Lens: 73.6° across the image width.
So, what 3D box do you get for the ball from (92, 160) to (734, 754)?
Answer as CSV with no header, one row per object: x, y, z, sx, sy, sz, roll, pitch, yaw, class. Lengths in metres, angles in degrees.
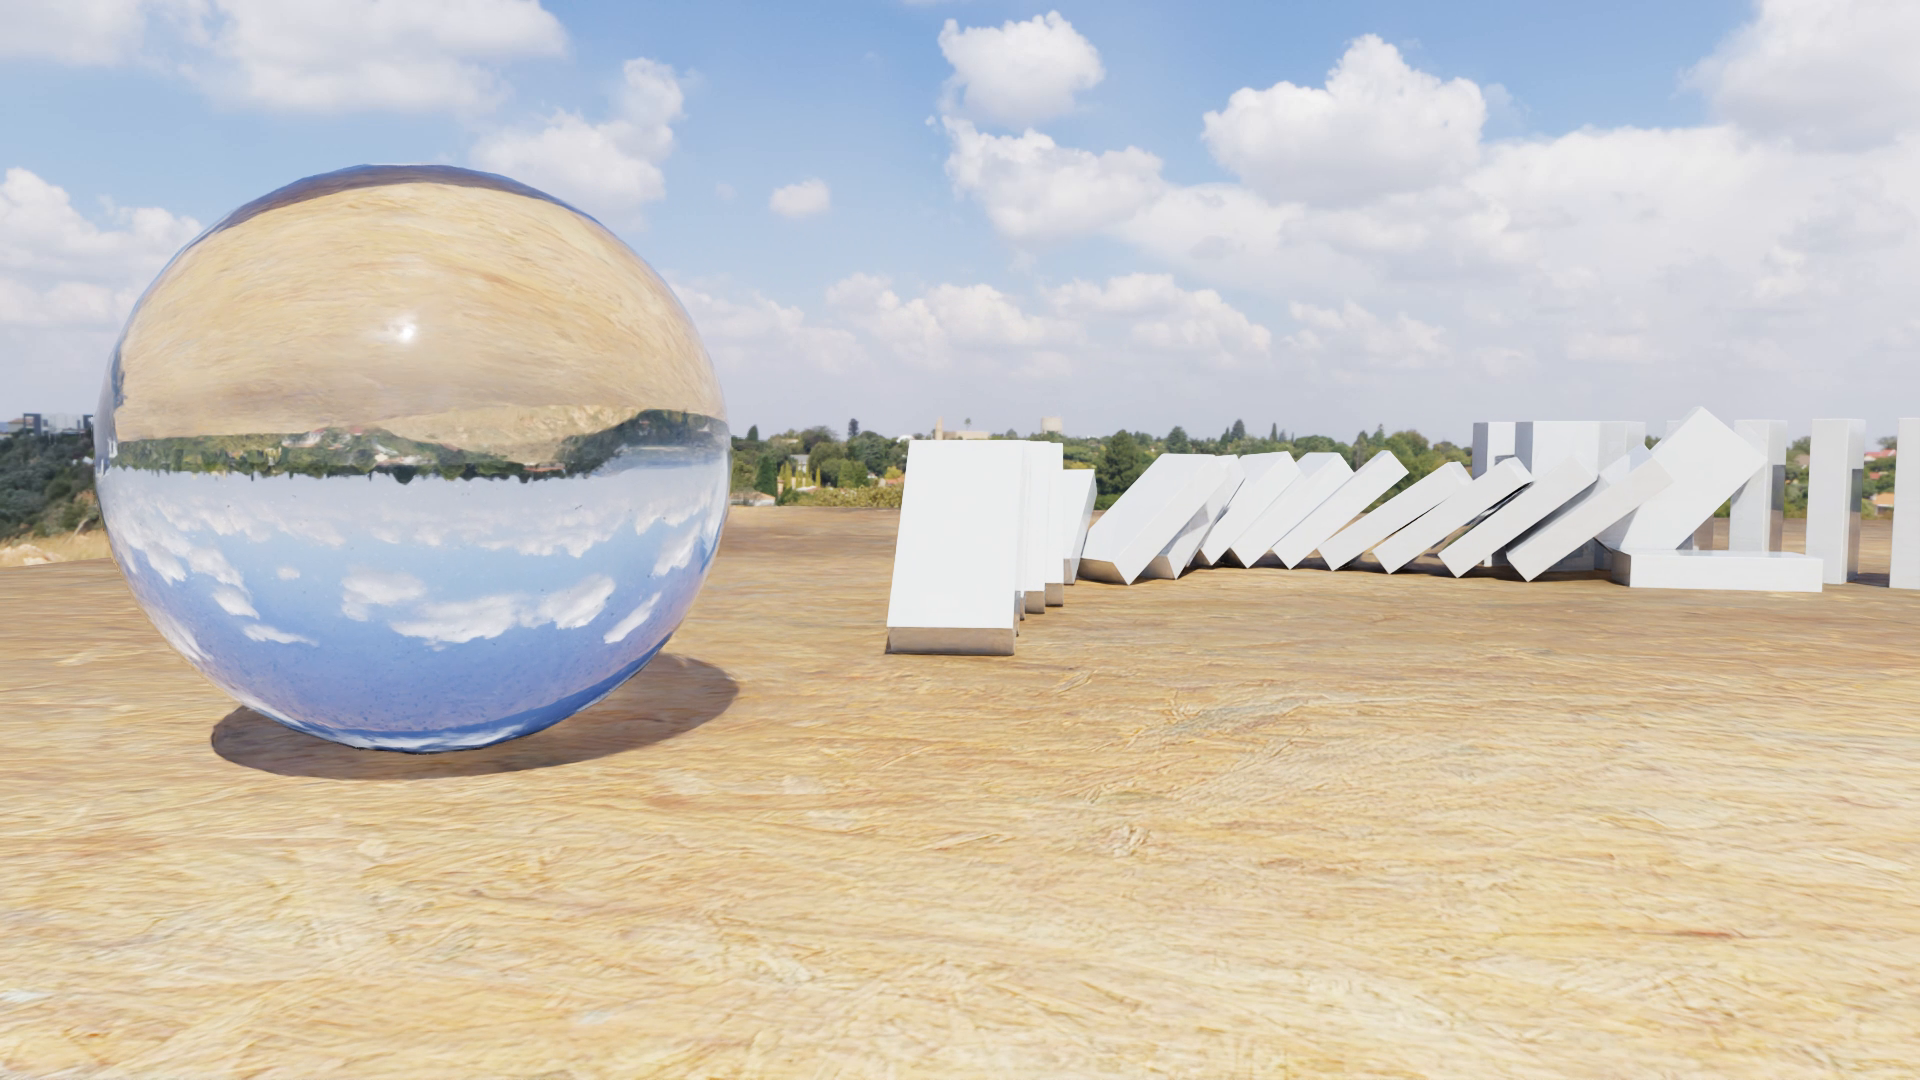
-0.072,-0.011,0.178,0.080,0.080,0.080,0,4,0,ball

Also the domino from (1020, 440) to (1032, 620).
0.005,-0.003,0.323,0.025,0.050,0.010,0,-38,6,domino

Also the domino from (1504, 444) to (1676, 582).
0.193,-0.009,0.396,0.050,0.009,0.025,-42,-3,25,domino

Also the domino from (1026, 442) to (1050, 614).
0.010,-0.004,0.336,0.025,0.050,0.010,0,-39,6,domino

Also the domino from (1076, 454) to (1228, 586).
0.059,-0.007,0.403,0.050,0.010,0.025,-45,24,-20,domino

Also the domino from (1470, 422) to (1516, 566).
0.194,-0.016,0.451,0.025,0.050,0.010,-1,4,-9,domino

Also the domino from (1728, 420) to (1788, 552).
0.257,-0.013,0.413,0.010,0.050,0.025,4,6,44,domino

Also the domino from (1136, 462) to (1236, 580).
0.069,-0.007,0.422,0.025,0.010,0.050,3,41,38,domino

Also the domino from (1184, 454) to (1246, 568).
0.076,-0.010,0.442,0.025,0.010,0.050,-3,37,42,domino

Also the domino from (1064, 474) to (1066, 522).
0.017,-0.002,0.367,0.025,0.010,0.050,0,34,6,domino

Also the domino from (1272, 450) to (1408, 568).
0.130,-0.011,0.442,0.050,0.010,0.025,-41,-5,12,domino

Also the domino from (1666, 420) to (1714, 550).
0.243,-0.014,0.427,0.009,0.050,0.025,4,6,43,domino

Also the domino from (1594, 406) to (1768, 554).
0.224,-0.015,0.405,0.025,0.050,0.010,43,14,10,domino

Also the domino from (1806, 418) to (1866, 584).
0.272,-0.012,0.398,0.010,0.050,0.025,4,6,45,domino

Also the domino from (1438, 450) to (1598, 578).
0.177,-0.008,0.407,0.050,0.010,0.025,-42,-12,27,domino

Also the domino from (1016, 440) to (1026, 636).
0.002,-0.001,0.298,0.025,0.050,0.009,0,-38,6,domino

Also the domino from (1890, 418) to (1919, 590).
0.287,-0.011,0.383,0.025,0.050,0.009,-4,6,-45,domino

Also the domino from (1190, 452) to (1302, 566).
0.094,-0.011,0.451,0.050,0.010,0.025,-43,17,-19,domino

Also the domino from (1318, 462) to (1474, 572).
0.146,-0.008,0.429,0.050,0.010,0.025,-37,-14,27,domino

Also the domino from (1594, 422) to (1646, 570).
0.227,-0.016,0.441,0.010,0.050,0.025,4,6,41,domino

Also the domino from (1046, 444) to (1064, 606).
0.016,-0.005,0.349,0.025,0.050,0.010,-1,-40,5,domino

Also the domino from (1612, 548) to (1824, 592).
0.227,0.009,0.387,0.050,0.010,0.025,1,4,15,domino

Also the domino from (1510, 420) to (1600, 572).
0.200,-0.015,0.431,0.025,0.050,0.009,-1,4,-12,domino

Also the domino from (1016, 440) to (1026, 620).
0.001,0.000,0.285,0.025,0.050,0.010,1,-38,6,domino

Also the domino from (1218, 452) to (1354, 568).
0.112,-0.011,0.450,0.050,0.010,0.025,-40,9,-5,domino

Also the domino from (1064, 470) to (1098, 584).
0.027,-0.005,0.406,0.025,0.010,0.050,0,35,16,domino

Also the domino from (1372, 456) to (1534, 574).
0.161,-0.008,0.419,0.050,0.010,0.025,-40,-16,28,domino

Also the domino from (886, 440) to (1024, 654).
0.000,0.001,0.272,0.025,0.050,0.009,0,-38,6,domino
